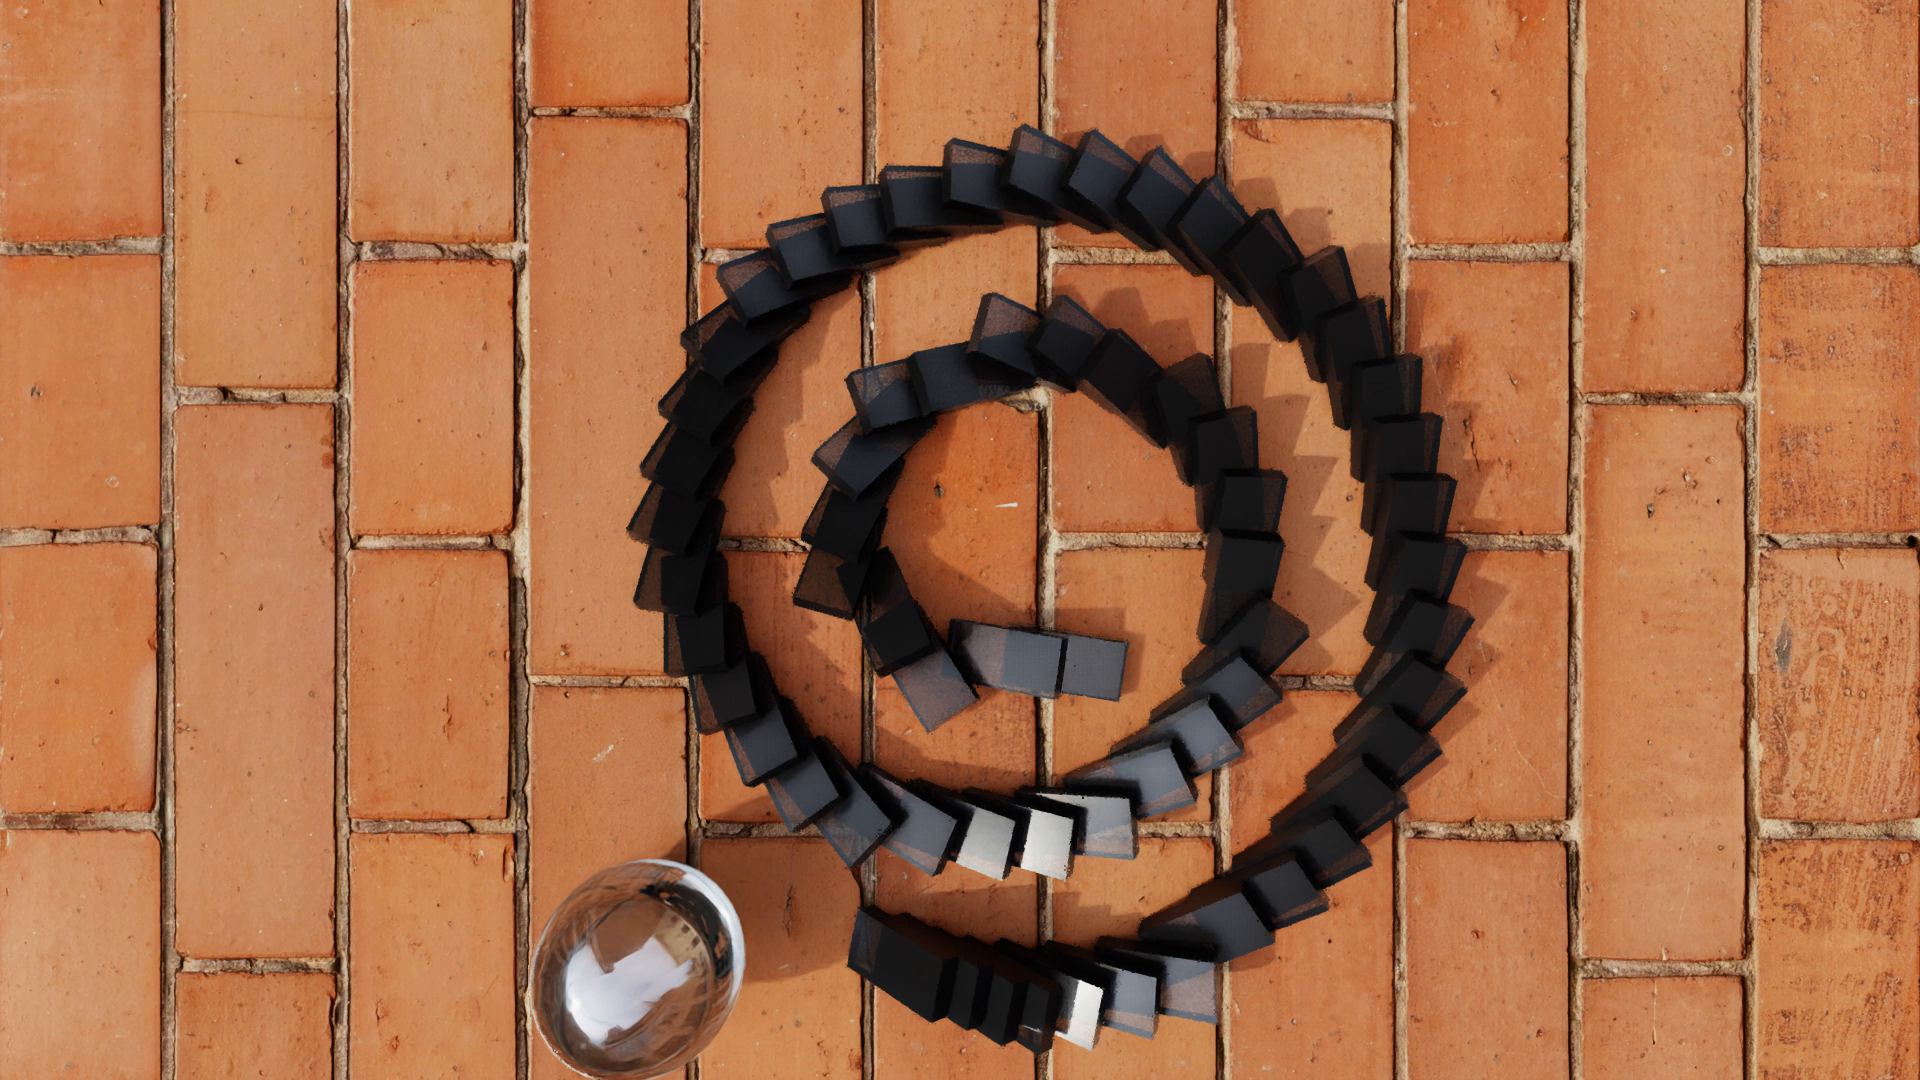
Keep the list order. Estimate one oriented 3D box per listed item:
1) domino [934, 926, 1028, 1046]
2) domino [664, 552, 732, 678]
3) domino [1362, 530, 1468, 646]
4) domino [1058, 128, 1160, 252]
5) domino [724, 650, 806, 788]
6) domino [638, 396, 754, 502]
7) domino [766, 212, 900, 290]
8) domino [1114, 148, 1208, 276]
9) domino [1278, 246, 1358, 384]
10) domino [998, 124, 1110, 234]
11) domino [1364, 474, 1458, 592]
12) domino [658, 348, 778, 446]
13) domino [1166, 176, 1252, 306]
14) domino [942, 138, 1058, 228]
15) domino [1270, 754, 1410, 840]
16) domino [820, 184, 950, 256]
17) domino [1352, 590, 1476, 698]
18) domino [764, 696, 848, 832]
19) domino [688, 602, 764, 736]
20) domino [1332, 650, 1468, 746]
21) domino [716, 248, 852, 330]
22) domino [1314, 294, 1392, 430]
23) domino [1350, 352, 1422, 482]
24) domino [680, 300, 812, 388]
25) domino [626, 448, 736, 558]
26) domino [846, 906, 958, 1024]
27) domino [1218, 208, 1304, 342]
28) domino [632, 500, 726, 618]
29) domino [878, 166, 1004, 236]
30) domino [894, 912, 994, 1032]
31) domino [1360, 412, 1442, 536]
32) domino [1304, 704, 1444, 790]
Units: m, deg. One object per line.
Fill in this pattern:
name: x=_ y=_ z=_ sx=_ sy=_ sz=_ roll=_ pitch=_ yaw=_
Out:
domino: x=0.003 y=0.184 z=0.380 sx=0.050 sy=0.009 sz=0.025 roll=11 pitch=90 yaw=41
domino: x=-0.111 y=0.031 z=0.385 sx=0.025 sy=0.009 sz=0.050 roll=-9 pitch=65 yaw=0
domino: x=0.191 y=0.022 z=0.386 sx=0.025 sy=0.009 sz=0.050 roll=7 pitch=114 yaw=0
domino: x=0.068 y=-0.146 z=0.385 sx=0.050 sy=0.009 sz=0.025 roll=26 pitch=90 yaw=-24
domino: x=-0.087 y=0.075 z=0.385 sx=0.025 sy=0.009 sz=0.050 roll=-29 pitch=65 yaw=0
domino: x=-0.110 y=-0.043 z=0.385 sx=0.025 sy=0.009 sz=0.050 roll=25 pitch=66 yaw=0
domino: x=-0.053 y=-0.124 z=0.385 sx=0.050 sy=0.009 sz=0.025 roll=-22 pitch=90 yaw=-24
domino: x=0.091 y=-0.137 z=0.386 sx=0.050 sy=0.009 sz=0.025 roll=34 pitch=90 yaw=-24
domino: x=0.154 y=-0.094 z=0.385 sx=0.025 sy=0.010 sz=0.050 roll=-29 pitch=115 yaw=0
domino: x=0.043 y=-0.151 z=0.385 sx=0.050 sy=0.009 sz=0.025 roll=15 pitch=90 yaw=-25
domino: x=0.189 y=-0.003 z=0.386 sx=0.025 sy=0.010 sz=0.050 roll=0 pitch=114 yaw=0
domino: x=-0.101 y=-0.066 z=0.385 sx=0.025 sy=0.010 sz=0.050 roll=31 pitch=66 yaw=0
domino: x=0.112 y=-0.125 z=0.386 sx=0.050 sy=0.010 sz=0.025 roll=38 pitch=90 yaw=-24
domino: x=0.017 y=-0.149 z=0.385 sx=0.050 sy=0.009 sz=0.025 roll=3 pitch=90 yaw=-24
domino: x=0.159 y=0.115 z=0.386 sx=0.025 sy=0.010 sz=0.050 roll=43 pitch=114 yaw=0
domino: x=-0.031 y=-0.136 z=0.385 sx=0.050 sy=0.009 sz=0.025 roll=-14 pitch=90 yaw=-24
domino: x=0.190 y=0.048 z=0.385 sx=0.025 sy=0.009 sz=0.050 roll=19 pitch=115 yaw=0
domino: x=-0.071 y=0.094 z=0.385 sx=0.025 sy=0.010 sz=0.050 roll=-36 pitch=65 yaw=0
domino: x=-0.101 y=0.054 z=0.385 sx=0.025 sy=0.009 sz=0.050 roll=-18 pitch=66 yaw=0
domino: x=0.184 y=0.073 z=0.385 sx=0.025 sy=0.009 sz=0.050 roll=31 pitch=114 yaw=0
domino: x=-0.074 y=-0.110 z=0.385 sx=0.050 sy=0.009 sz=0.025 roll=-29 pitch=90 yaw=-25
domino: x=0.167 y=-0.074 z=0.385 sx=0.025 sy=0.010 sz=0.050 roll=-22 pitch=115 yaw=0
domino: x=0.179 y=-0.051 z=0.385 sx=0.025 sy=0.009 sz=0.050 roll=-11 pitch=114 yaw=0
domino: x=-0.090 y=-0.090 z=0.385 sx=0.025 sy=0.009 sz=0.050 roll=45 pitch=65 yaw=0
domino: x=-0.116 y=-0.020 z=0.385 sx=0.025 sy=0.010 sz=0.050 roll=19 pitch=66 yaw=0
domino: x=-0.025 y=0.175 z=0.380 sx=0.050 sy=0.009 sz=0.025 roll=11 pitch=90 yaw=41
domino: x=0.133 y=-0.111 z=0.385 sx=0.025 sy=0.009 sz=0.050 roll=-45 pitch=114 yaw=0
domino: x=-0.117 y=0.006 z=0.385 sx=0.025 sy=0.009 sz=0.050 roll=8 pitch=65 yaw=0
domino: x=-0.008 y=-0.143 z=0.385 sx=0.050 sy=0.010 sz=0.025 roll=-10 pitch=90 yaw=-24
domino: x=-0.010 y=0.178 z=0.380 sx=0.050 sy=0.010 sz=0.025 roll=11 pitch=90 yaw=41
domino: x=0.185 y=-0.027 z=0.386 sx=0.025 sy=0.010 sz=0.050 roll=-6 pitch=114 yaw=0
domino: x=0.173 y=0.095 z=0.385 sx=0.025 sy=0.010 sz=0.050 roll=38 pitch=114 yaw=0
